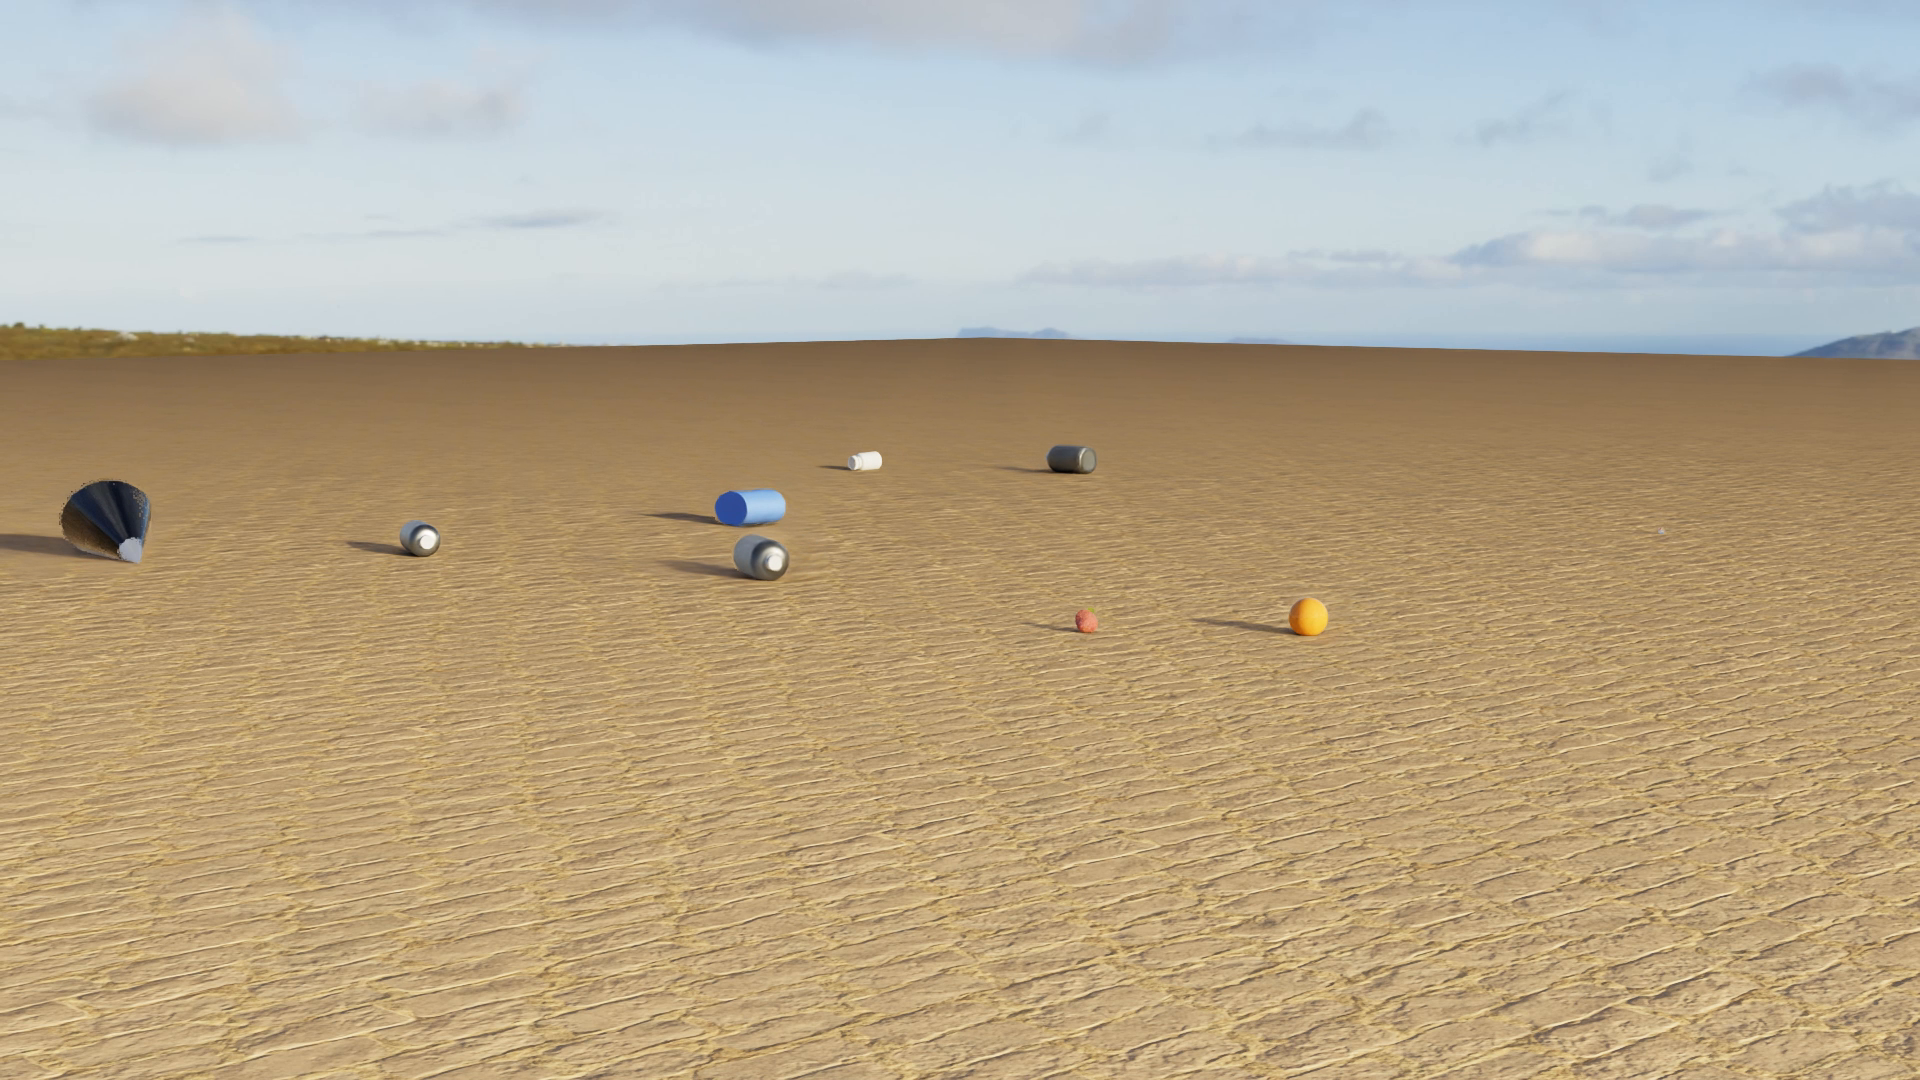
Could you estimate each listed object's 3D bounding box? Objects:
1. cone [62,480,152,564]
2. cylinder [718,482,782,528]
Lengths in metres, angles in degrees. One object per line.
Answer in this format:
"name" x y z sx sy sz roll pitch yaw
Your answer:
"cone" -1.939 0.002 5.944 0.189 0.197 0.237 44 -2 37
"cylinder" -0.555 -0.086 6.800 0.127 0.091 0.143 -27 3 -27
